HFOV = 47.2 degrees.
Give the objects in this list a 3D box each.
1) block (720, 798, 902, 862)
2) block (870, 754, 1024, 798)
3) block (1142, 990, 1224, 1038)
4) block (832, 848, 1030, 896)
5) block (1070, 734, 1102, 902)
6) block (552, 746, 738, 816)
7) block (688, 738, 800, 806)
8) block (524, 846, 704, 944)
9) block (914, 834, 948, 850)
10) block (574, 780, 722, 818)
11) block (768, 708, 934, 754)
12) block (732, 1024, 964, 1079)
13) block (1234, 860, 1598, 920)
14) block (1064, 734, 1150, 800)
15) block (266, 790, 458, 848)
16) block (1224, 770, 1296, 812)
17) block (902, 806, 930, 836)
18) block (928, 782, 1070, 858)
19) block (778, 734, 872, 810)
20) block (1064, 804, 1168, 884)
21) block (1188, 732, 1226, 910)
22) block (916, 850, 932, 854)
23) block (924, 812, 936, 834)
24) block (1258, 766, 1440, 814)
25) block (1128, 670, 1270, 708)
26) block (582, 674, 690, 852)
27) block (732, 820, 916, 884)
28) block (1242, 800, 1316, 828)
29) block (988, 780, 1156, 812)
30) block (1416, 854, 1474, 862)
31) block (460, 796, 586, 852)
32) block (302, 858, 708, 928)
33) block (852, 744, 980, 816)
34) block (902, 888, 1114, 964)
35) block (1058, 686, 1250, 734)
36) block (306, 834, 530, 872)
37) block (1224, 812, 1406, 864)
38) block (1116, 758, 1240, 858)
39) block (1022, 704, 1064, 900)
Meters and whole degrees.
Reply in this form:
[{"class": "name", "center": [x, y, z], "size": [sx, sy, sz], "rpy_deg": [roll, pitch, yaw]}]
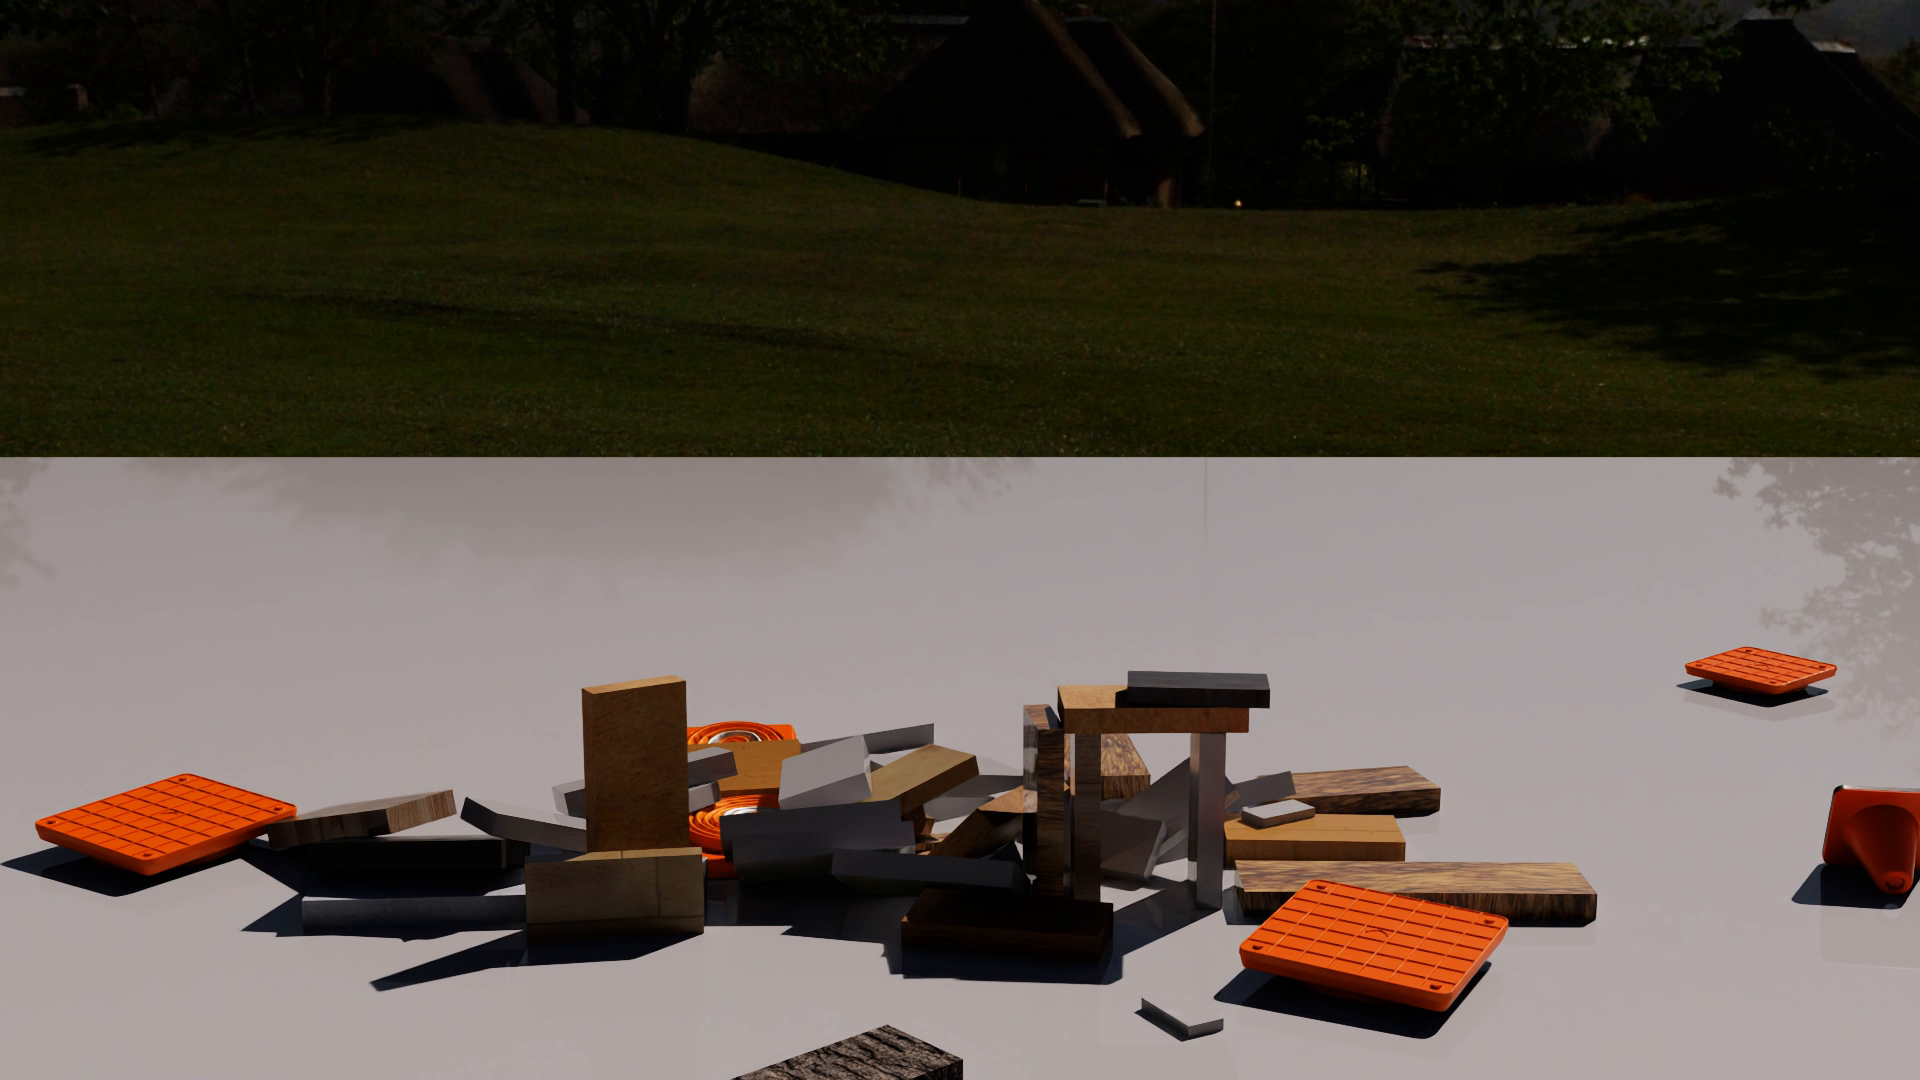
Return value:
[{"class": "block", "center": [-0.249, 0.489, 3.690], "size": [0.298, 0.042, 0.149], "rpy_deg": [-5, -22, -5]}, {"class": "block", "center": [-0.032, 0.447, 4.164], "size": [0.310, 0.044, 0.155], "rpy_deg": [6, 5, -35]}, {"class": "block", "center": [0.318, 0.678, 3.149], "size": [0.060, 0.017, 0.120], "rpy_deg": [-6, 12, -28]}, {"class": "block", "center": [-0.045, 0.549, 3.582], "size": [0.298, 0.042, 0.149], "rpy_deg": [2, -19, 13]}, {"class": "block", "center": [0.207, 0.444, 3.639], "size": [0.042, 0.298, 0.149], "rpy_deg": [-1, 11, 0]}, {"class": "block", "center": [-0.574, 0.438, 3.997], "size": [0.310, 0.044, 0.155], "rpy_deg": [-13, 2, -19]}, {"class": "block", "center": [-0.432, 0.444, 4.197], "size": [0.263, 0.037, 0.131], "rpy_deg": [-2, 38, -11]}, {"class": "block", "center": [-0.544, 0.560, 3.470], "size": [0.275, 0.131, 0.037], "rpy_deg": [-2, 11, -9]}, {"class": "block", "center": [-0.017, 0.533, 3.895], "size": [0.167, 0.013, 0.045], "rpy_deg": [1, 10, -29]}, {"class": "block", "center": [-0.574, 0.480, 3.981], "size": [0.263, 0.037, 0.131], "rpy_deg": [-10, 3, 36]}, {"class": "block", "center": [-0.225, 0.404, 4.553], "size": [0.306, 0.043, 0.153], "rpy_deg": [-6, 12, -30]}, {"class": "block", "center": [-0.163, 0.717, 2.866], "size": [0.311, 0.044, 0.155], "rpy_deg": [-9, 14, -41]}, {"class": "block", "center": [0.744, 0.576, 3.625], "size": [0.567, 0.044, 0.154], "rpy_deg": [0, 11, 1]}, {"class": "block", "center": [0.262, 0.426, 4.192], "size": [0.154, 0.044, 0.308], "rpy_deg": [-1, 11, -4]}, {"class": "block", "center": [-1.051, 0.490, 3.860], "size": [0.310, 0.044, 0.155], "rpy_deg": [-11, 1, 33]}, {"class": "block", "center": [0.442, 0.479, 3.990], "size": [0.310, 0.044, 0.155], "rpy_deg": [-8, -10, -36]}, {"class": "block", "center": [-0.082, 0.499, 3.917], "size": [0.045, 0.091, 0.013], "rpy_deg": [-8, -12, -37]}, {"class": "block", "center": [0.062, 0.489, 3.782], "size": [0.044, 0.154, 0.309], "rpy_deg": [50, 24, 12]}, {"class": "block", "center": [-0.239, 0.423, 3.920], "size": [0.155, 0.044, 0.310], "rpy_deg": [-18, 8, -1]}, {"class": "block", "center": [0.238, 0.520, 3.782], "size": [0.216, 0.031, 0.108], "rpy_deg": [6, 55, 28]}, {"class": "block", "center": [0.408, 0.444, 3.640], "size": [0.042, 0.298, 0.149], "rpy_deg": [0, 11, 0]}, {"class": "block", "center": [-0.072, 0.550, 3.847], "size": [0.045, 0.013, 0.091], "rpy_deg": [-3, 11, -13]}, {"class": "block", "center": [-0.182, 0.476, 4.053], "size": [0.131, 0.037, 0.316], "rpy_deg": [13, 4, -31]}, {"class": "block", "center": [0.733, 0.478, 4.155], "size": [0.306, 0.043, 0.153], "rpy_deg": [-2, 11, -12]}, {"class": "block", "center": [0.388, 0.243, 3.588], "size": [0.228, 0.031, 0.108], "rpy_deg": [1, 11, 5]}, {"class": "block", "center": [-0.527, 0.393, 3.588], "size": [0.162, 0.325, 0.046], "rpy_deg": [-7, 12, -32]}, {"class": "block", "center": [-0.225, 0.521, 3.664], "size": [0.298, 0.042, 0.149], "rpy_deg": [-5, -22, -4]}, {"class": "block", "center": [0.569, 0.489, 3.931], "size": [0.120, 0.017, 0.060], "rpy_deg": [-7, 12, -32]}, {"class": "block", "center": [0.222, 0.488, 4.101], "size": [0.308, 0.044, 0.154], "rpy_deg": [-8, 13, -37]}, {"class": "block", "center": [0.824, 0.563, 3.769], "size": [0.120, 0.017, 0.060], "rpy_deg": [-5, 12, -25]}, {"class": "block", "center": [-0.689, 0.484, 3.687], "size": [0.263, 0.037, 0.131], "rpy_deg": [17, -3, -35]}, {"class": "block", "center": [-0.737, 0.578, 3.610], "size": [0.637, 0.046, 0.162], "rpy_deg": [-1, 11, -5]}, {"class": "block", "center": [-0.108, 0.438, 3.901], "size": [0.263, 0.037, 0.131], "rpy_deg": [-24, 20, -36]}, {"class": "block", "center": [0.077, 0.606, 3.461], "size": [0.309, 0.044, 0.154], "rpy_deg": [2, 11, 13]}, {"class": "block", "center": [0.314, 0.277, 3.608], "size": [0.298, 0.042, 0.149], "rpy_deg": [0, 11, -2]}, {"class": "block", "center": [-0.893, 0.517, 3.637], "size": [0.325, 0.046, 0.162], "rpy_deg": [-2, -4, 5]}, {"class": "block", "center": [0.620, 0.528, 3.885], "size": [0.308, 0.043, 0.153], "rpy_deg": [1, 11, 3]}, {"class": "block", "center": [0.366, 0.465, 3.807], "size": [0.216, 0.031, 0.108], "rpy_deg": [-36, 49, -2]}, {"class": "block", "center": [0.137, 0.441, 3.627], "size": [0.044, 0.309, 0.154], "rpy_deg": [-1, 11, -7]}]
